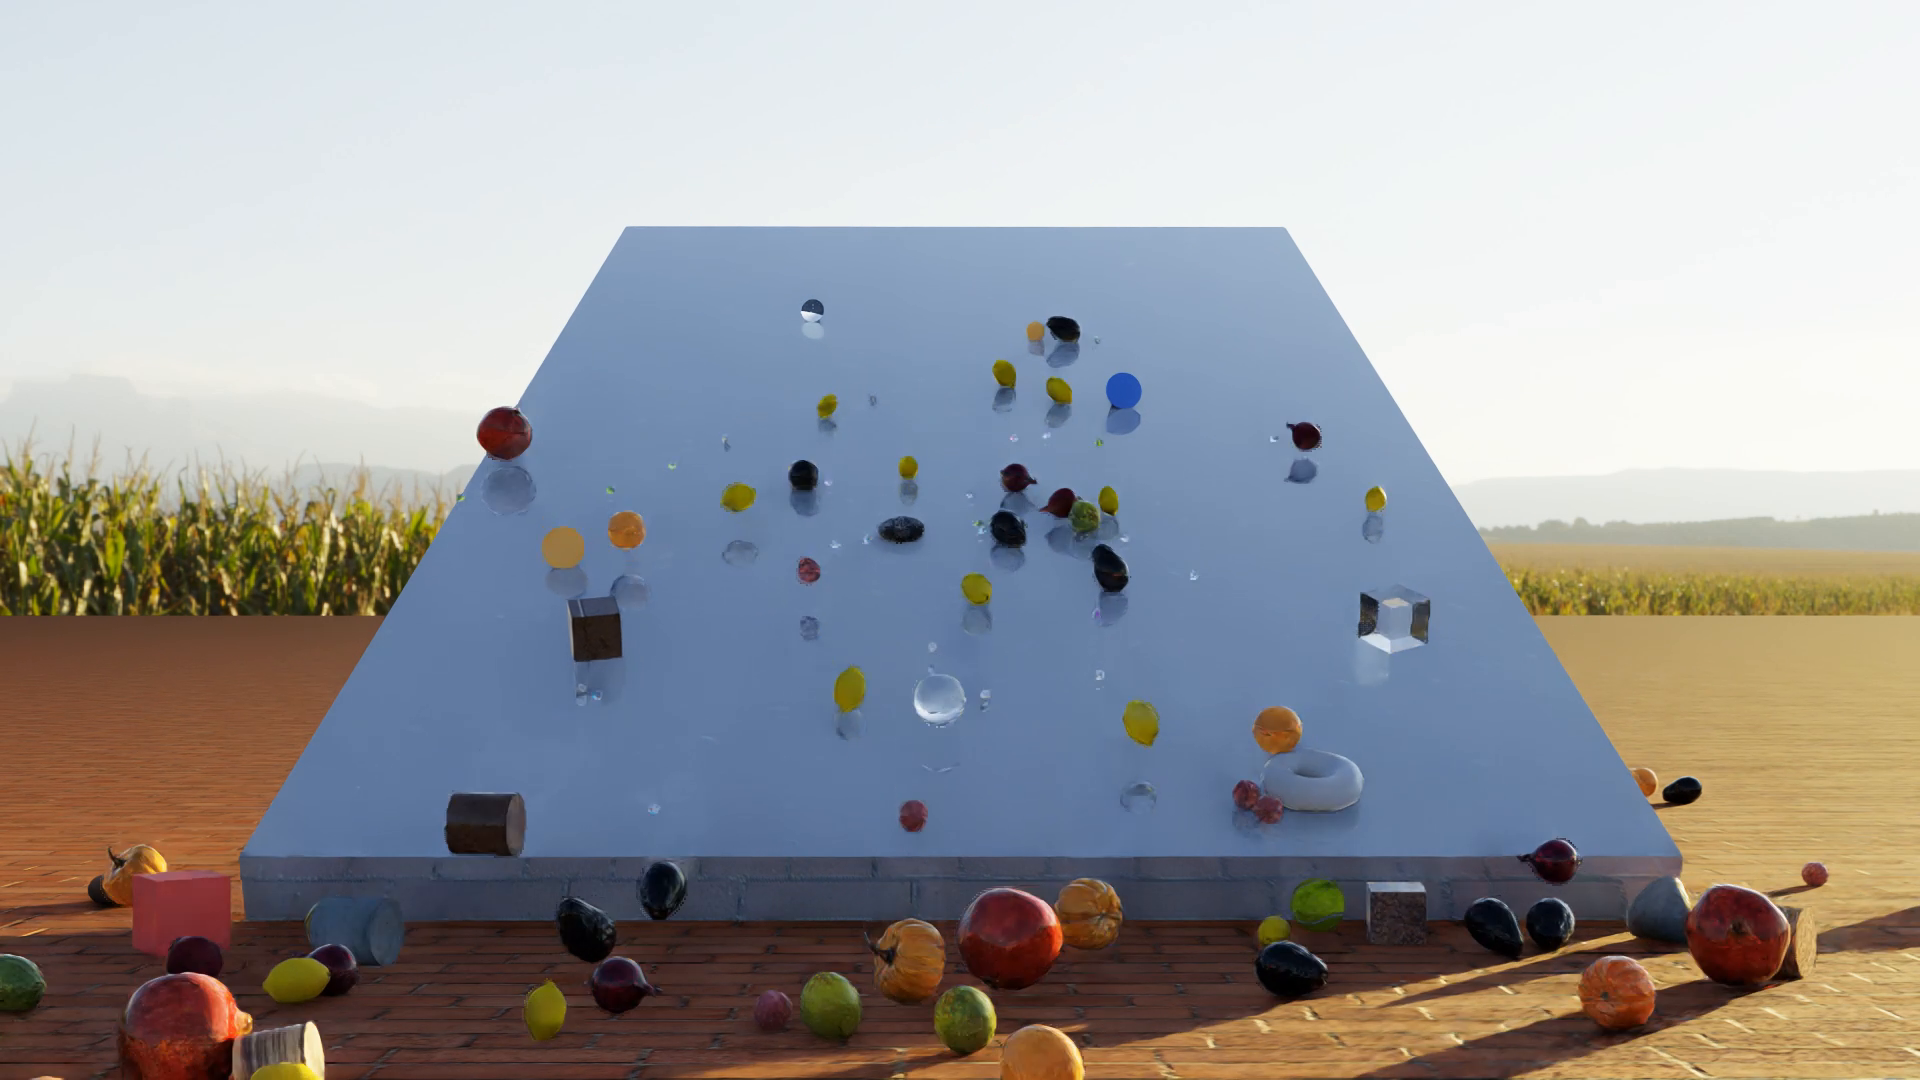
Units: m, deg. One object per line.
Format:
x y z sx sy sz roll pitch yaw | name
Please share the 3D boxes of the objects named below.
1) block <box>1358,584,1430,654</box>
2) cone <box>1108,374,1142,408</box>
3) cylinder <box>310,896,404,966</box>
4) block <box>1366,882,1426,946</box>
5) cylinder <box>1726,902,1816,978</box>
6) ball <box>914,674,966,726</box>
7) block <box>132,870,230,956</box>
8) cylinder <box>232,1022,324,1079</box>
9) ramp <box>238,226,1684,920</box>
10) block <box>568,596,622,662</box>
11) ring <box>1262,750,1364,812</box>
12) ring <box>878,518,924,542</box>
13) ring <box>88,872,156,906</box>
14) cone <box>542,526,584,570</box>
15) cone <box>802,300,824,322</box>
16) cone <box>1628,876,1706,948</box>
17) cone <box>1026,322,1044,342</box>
0.737 0.133 3.854 0.082 0.082 0.082 -11 23 -28 | block
0.362 -0.333 5.173 0.083 0.083 0.083 0 1 -14 | cone
-0.733 0.476 2.764 0.081 0.081 0.081 -1 -2 16 | cylinder
0.570 0.488 2.970 0.071 0.071 0.071 0 2 6 | block
0.969 0.477 2.714 0.082 0.082 0.082 -1 -2 37 | cylinder
-0.032 0.248 3.541 0.081 0.081 0.081 0 -2 0 | ball
-1.000 0.478 2.916 0.094 0.094 0.094 1 -2 -37 | block
-0.596 0.460 1.990 0.063 0.063 0.063 -10 -1 -3 | cylinder
-0.005 -0.210 5.037 2.000 0.100 4.000 0 20 0 | ramp
-0.612 0.149 3.807 0.080 0.080 0.080 -5 21 -14 | block
0.514 0.351 3.314 0.149 0.050 0.149 0 19 0 | ring
-0.112 -0.020 4.338 0.089 0.030 0.089 -1 21 0 | ring
-1.233 0.519 3.381 0.121 0.040 0.121 1 -1 0 | ring
-0.734 0.019 4.223 0.079 0.079 0.079 0 -6 -4 | cone
-0.376 -0.587 5.871 0.059 0.059 0.059 0 -6 6 | cone
0.939 0.504 2.960 0.095 0.095 0.095 1 25 -30 | cone
0.198 -0.516 5.687 0.050 0.050 0.050 -1 -8 24 | cone
